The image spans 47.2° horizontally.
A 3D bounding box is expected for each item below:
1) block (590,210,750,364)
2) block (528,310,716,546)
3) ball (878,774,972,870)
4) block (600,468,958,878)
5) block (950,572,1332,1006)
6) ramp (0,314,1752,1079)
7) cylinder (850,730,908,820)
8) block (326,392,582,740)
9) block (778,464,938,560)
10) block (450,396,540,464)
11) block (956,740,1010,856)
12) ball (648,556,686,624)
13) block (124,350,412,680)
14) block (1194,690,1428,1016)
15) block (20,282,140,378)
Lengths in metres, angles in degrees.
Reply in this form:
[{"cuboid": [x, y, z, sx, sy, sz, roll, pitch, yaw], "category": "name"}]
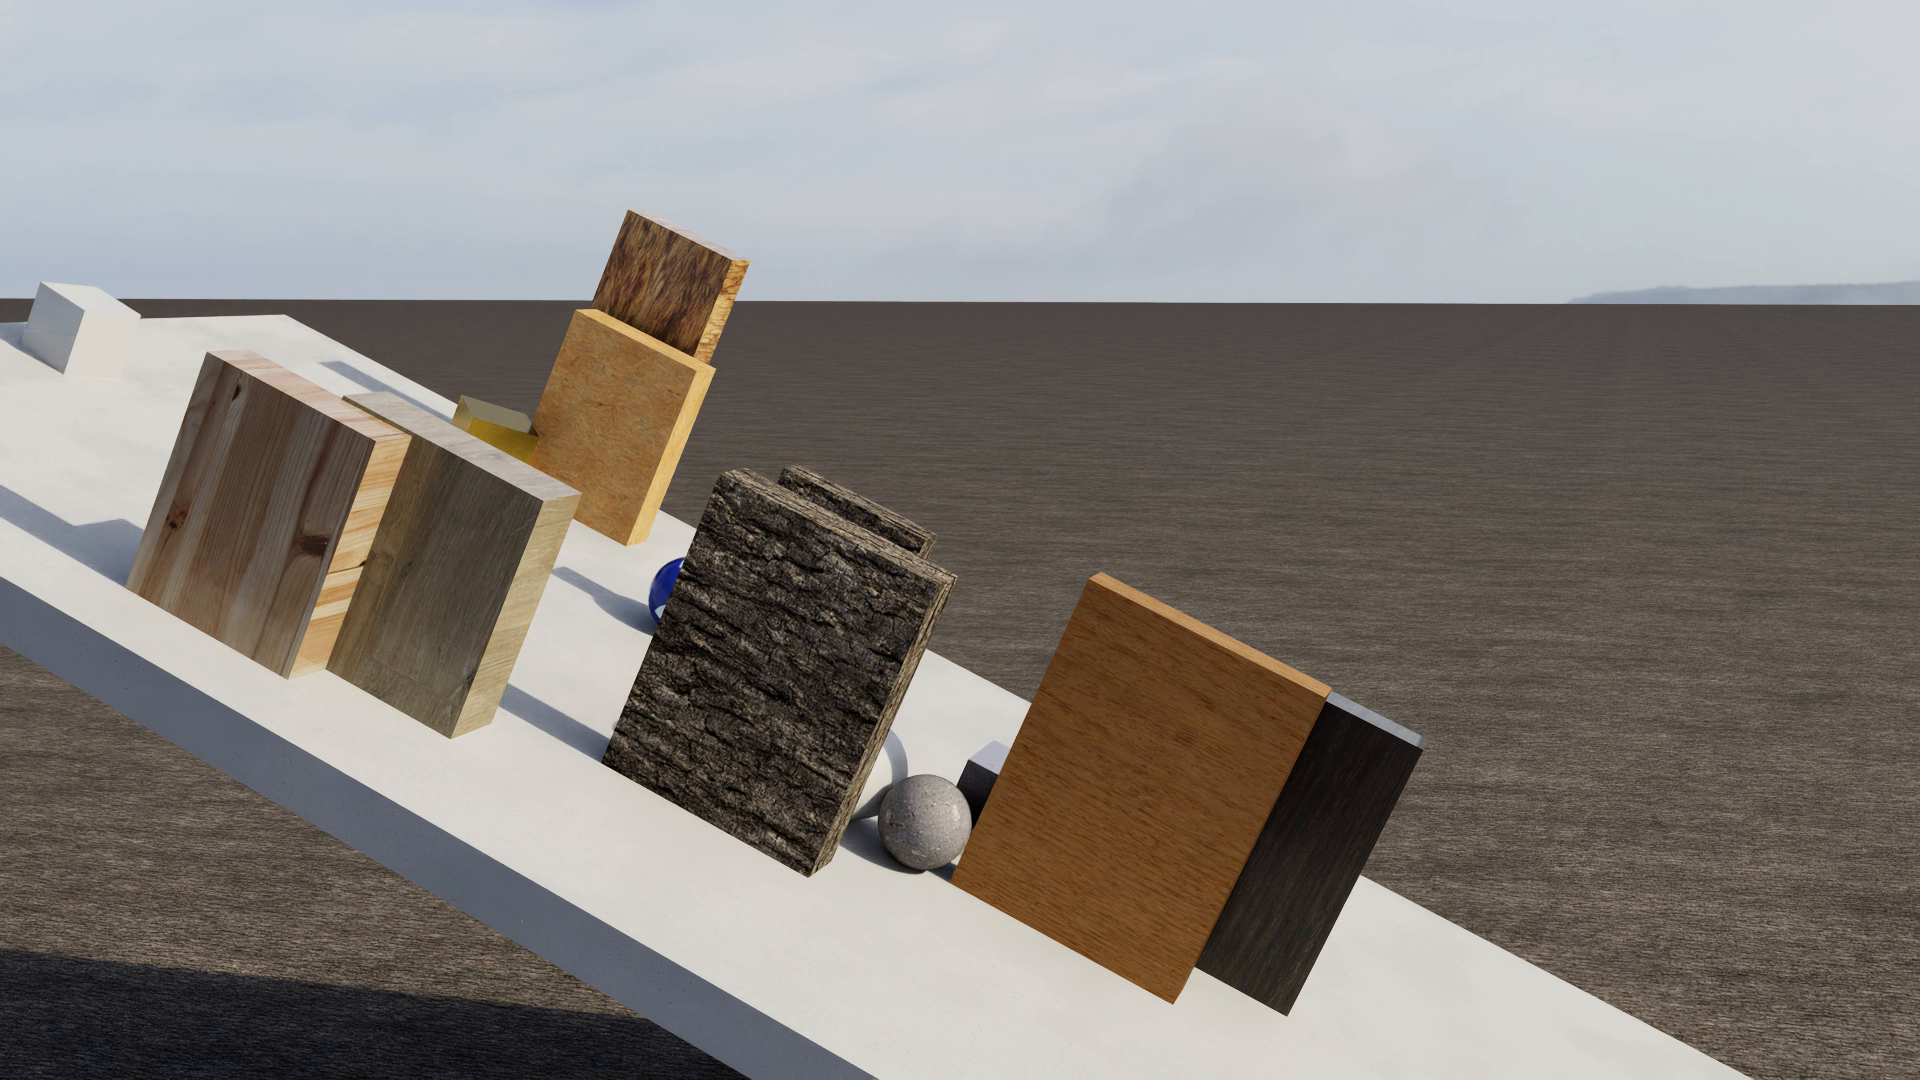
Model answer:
[{"cuboid": [-0.746, -0.398, 5.079, 0.279, 0.665, 0.106, 27, 14, 13], "category": "block"}, {"cuboid": [-0.786, -0.255, 4.958, 0.320, 0.434, 0.105, 27, 14, 13], "category": "block"}, {"cuboid": [-0.062, 0.496, 3.870, 0.167, 0.167, 0.167, 0, 7, 0], "category": "ball"}, {"cuboid": [-0.307, 0.220, 3.685, 0.412, 0.549, 0.110, 27, 14, 13], "category": "block"}, {"cuboid": [0.306, 0.428, 3.807, 0.443, 0.606, 0.090, 27, 14, 13], "category": "block"}, {"cuboid": [-0.275, 0.472, 4.176, 4.000, 0.100, 2.000, 27, 14, 13], "category": "ramp"}, {"cuboid": [-0.216, 0.411, 3.907, 0.179, 0.179, 0.179, 4, 1, 32], "category": "cylinder"}, {"cuboid": [-0.895, 0.037, 3.634, 0.392, 0.434, 0.134, 27, 14, 13], "category": "block"}, {"cuboid": [-0.280, 0.113, 4.415, 0.324, 0.426, 0.084, 27, 14, 13], "category": "block"}, {"cuboid": [-1.056, -0.208, 4.923, 0.155, 0.155, 0.155, 17, 15, -28], "category": "block"}, {"cuboid": [0.081, 0.502, 4.079, 0.172, 0.172, 0.172, 27, 14, 12], "category": "block"}, {"cuboid": [-0.550, 0.118, 4.487, 0.173, 0.173, 0.173, 0, 7, 0], "category": "ball"}, {"cuboid": [-1.124, -0.044, 3.574, 0.333, 0.426, 0.113, 27, 14, 13], "category": "block"}, {"cuboid": [0.558, 0.528, 3.966, 0.349, 0.553, 0.092, 27, 14, 13], "category": "block"}, {"cuboid": [-1.809, -0.432, 4.523, 0.142, 0.142, 0.142, 30, 14, 24], "category": "block"}]
